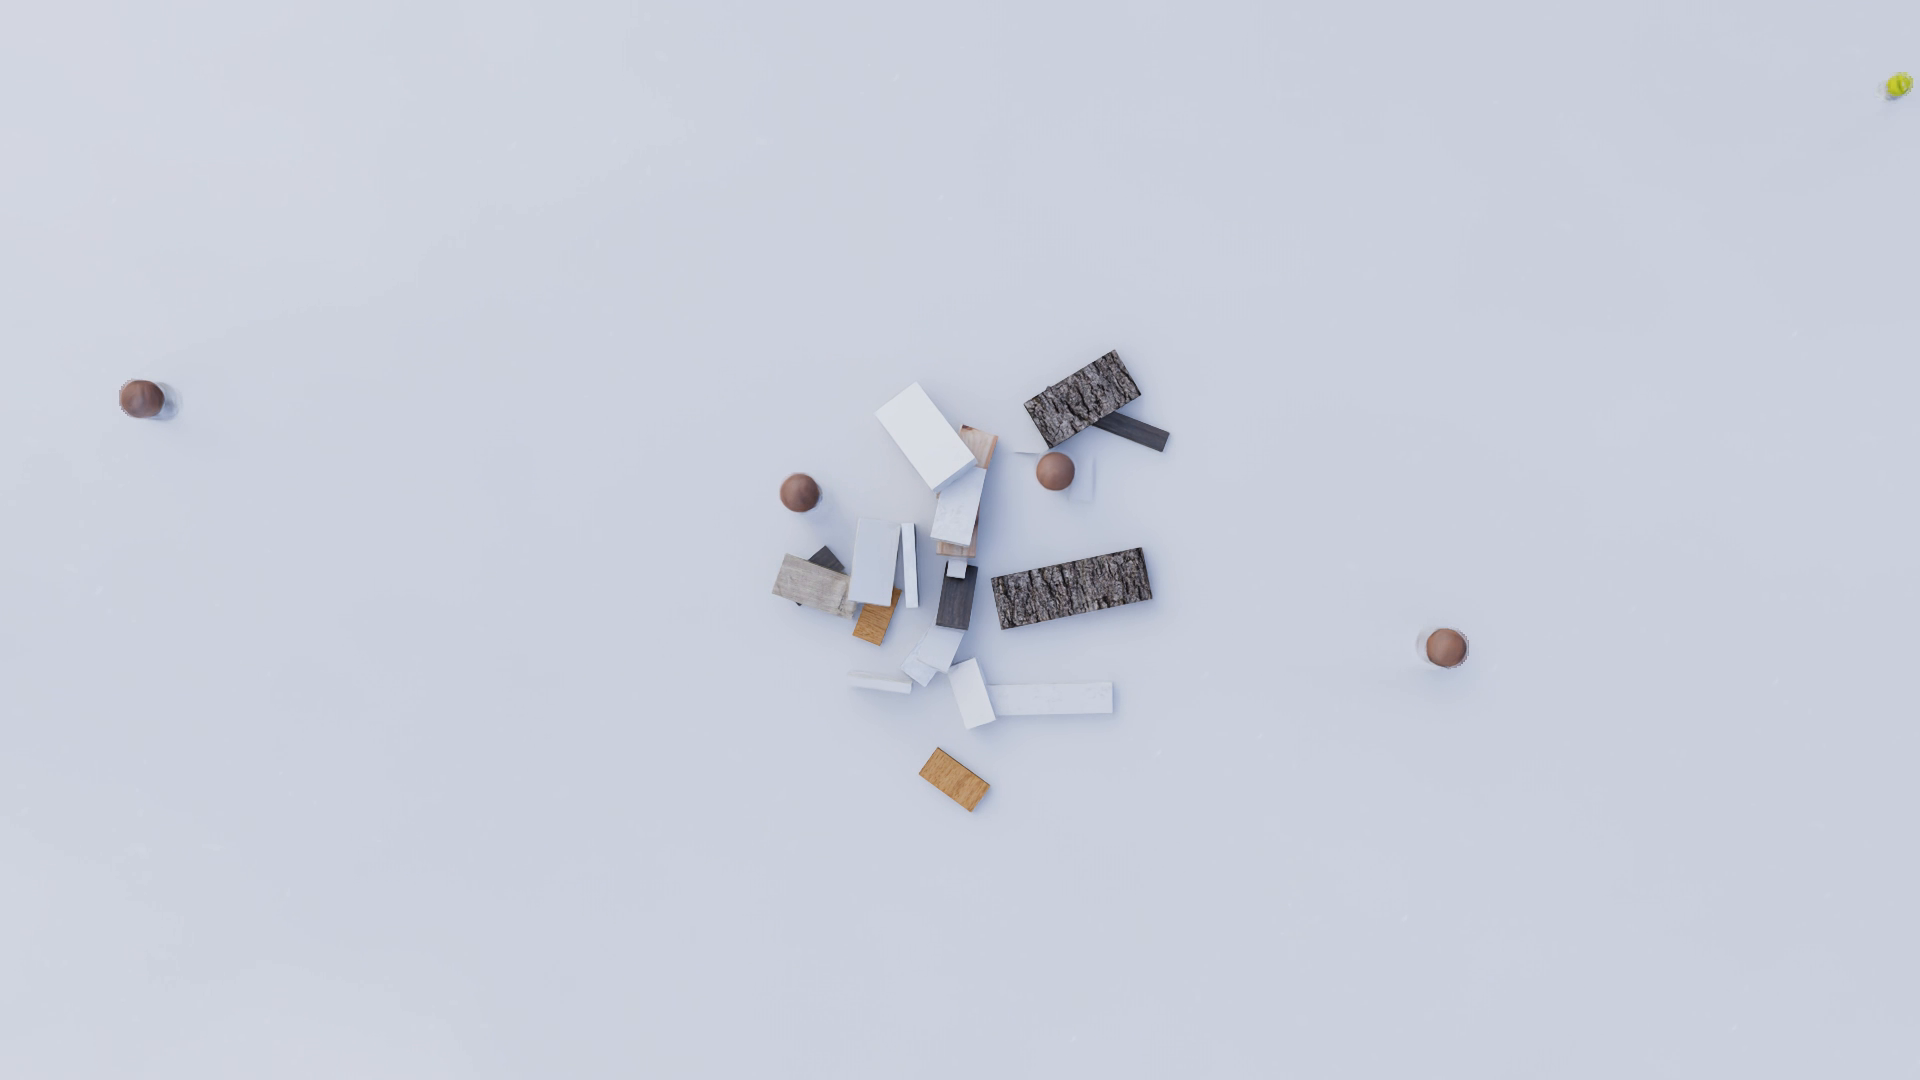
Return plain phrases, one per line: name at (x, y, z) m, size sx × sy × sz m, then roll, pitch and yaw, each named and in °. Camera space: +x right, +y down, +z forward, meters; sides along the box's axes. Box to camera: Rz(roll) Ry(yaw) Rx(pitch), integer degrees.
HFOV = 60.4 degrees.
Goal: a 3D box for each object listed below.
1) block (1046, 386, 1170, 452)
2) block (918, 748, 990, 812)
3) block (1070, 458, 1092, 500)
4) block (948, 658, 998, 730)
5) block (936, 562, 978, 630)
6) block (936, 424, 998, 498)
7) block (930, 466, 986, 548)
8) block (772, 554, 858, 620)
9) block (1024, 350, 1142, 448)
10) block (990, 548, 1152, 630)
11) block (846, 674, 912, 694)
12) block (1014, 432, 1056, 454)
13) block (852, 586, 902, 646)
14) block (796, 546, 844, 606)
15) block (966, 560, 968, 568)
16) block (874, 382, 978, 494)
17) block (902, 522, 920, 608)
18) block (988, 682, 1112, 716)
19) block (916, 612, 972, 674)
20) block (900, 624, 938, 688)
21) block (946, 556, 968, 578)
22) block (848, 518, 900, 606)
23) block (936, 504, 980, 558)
block at (0.481, -0.403, 5.490) m, size 0.436 × 0.020 × 0.070 m, roll 21°, pitch 90°, yaw 0°
block at (-0.019, 0.797, 5.485) m, size 0.216 × 0.031 × 0.108 m, roll 36°, pitch 90°, yaw 0°
block at (0.403, -0.201, 5.490) m, size 0.070 × 0.020 × 0.140 m, roll 1°, pitch 90°, yaw 0°
block at (0.040, 0.509, 5.463) m, size 0.107 × 0.030 × 0.214 m, roll -20°, pitch 85°, yaw 15°
block at (-0.010, 0.184, 5.446) m, size 0.108 × 0.031 × 0.216 m, roll 9°, pitch 68°, yaw 0°
block at (0.024, -0.240, 5.451) m, size 0.130 × 0.037 × 0.260 m, roll 18°, pitch 78°, yaw 3°
block at (-0.005, -0.117, 5.385) m, size 0.130 × 0.037 × 0.260 m, roll 12°, pitch 77°, yaw 1°
block at (-0.469, 0.155, 5.450) m, size 0.277 × 0.039 × 0.138 m, roll 20°, pitch 96°, yaw -10°
block at (0.404, -0.466, 5.456) m, size 0.348 × 0.049 × 0.174 m, roll -31°, pitch 90°, yaw 0°
block at (0.369, 0.161, 5.475) m, size 0.511 × 0.049 × 0.174 m, roll -12°, pitch 90°, yaw 0°
block at (-0.267, 0.472, 5.446) m, size 0.214 × 0.107 × 0.030 m, roll 7°, pitch 90°, yaw 0°
block at (0.253, -0.324, 5.490) m, size 0.140 × 0.020 × 0.070 m, roll 3°, pitch 90°, yaw 0°
block at (-0.275, 0.242, 5.486) m, size 0.099 × 0.028 × 0.198 m, roll 22°, pitch 90°, yaw 0°
block at (-0.491, 0.119, 5.486) m, size 0.198 × 0.028 × 0.099 m, roll -40°, pitch 90°, yaw 0°
block at (-0.006, 0.032, 5.474) m, size 0.059 × 0.017 × 0.118 m, roll 1°, pitch 74°, yaw -3°
block at (-0.112, -0.336, 5.412) m, size 0.174 × 0.049 × 0.348 m, roll -37°, pitch 68°, yaw 0°
block at (-0.163, 0.083, 5.431) m, size 0.039 × 0.138 × 0.275 m, roll -3°, pitch 90°, yaw 0°
block at (0.285, 0.529, 5.486) m, size 0.443 × 0.028 × 0.099 m, roll -1°, pitch 90°, yaw 0°
block at (-0.052, 0.320, 5.442) m, size 0.108 × 0.031 × 0.216 m, roll 25°, pitch 74°, yaw -3°
block at (-0.095, 0.371, 5.485) m, size 0.107 × 0.030 × 0.214 m, roll 37°, pitch 90°, yaw 0°
block at (-0.006, 0.065, 5.447) m, size 0.059 × 0.017 × 0.118 m, roll 8°, pitch 74°, yaw 0°
block at (-0.283, 0.074, 5.444) m, size 0.138 × 0.039 × 0.275 m, roll 9°, pitch 80°, yaw -12°
block at (-0.003, -0.075, 5.451) m, size 0.130 × 0.037 × 0.260 m, roll 5°, pitch 77°, yaw 0°
